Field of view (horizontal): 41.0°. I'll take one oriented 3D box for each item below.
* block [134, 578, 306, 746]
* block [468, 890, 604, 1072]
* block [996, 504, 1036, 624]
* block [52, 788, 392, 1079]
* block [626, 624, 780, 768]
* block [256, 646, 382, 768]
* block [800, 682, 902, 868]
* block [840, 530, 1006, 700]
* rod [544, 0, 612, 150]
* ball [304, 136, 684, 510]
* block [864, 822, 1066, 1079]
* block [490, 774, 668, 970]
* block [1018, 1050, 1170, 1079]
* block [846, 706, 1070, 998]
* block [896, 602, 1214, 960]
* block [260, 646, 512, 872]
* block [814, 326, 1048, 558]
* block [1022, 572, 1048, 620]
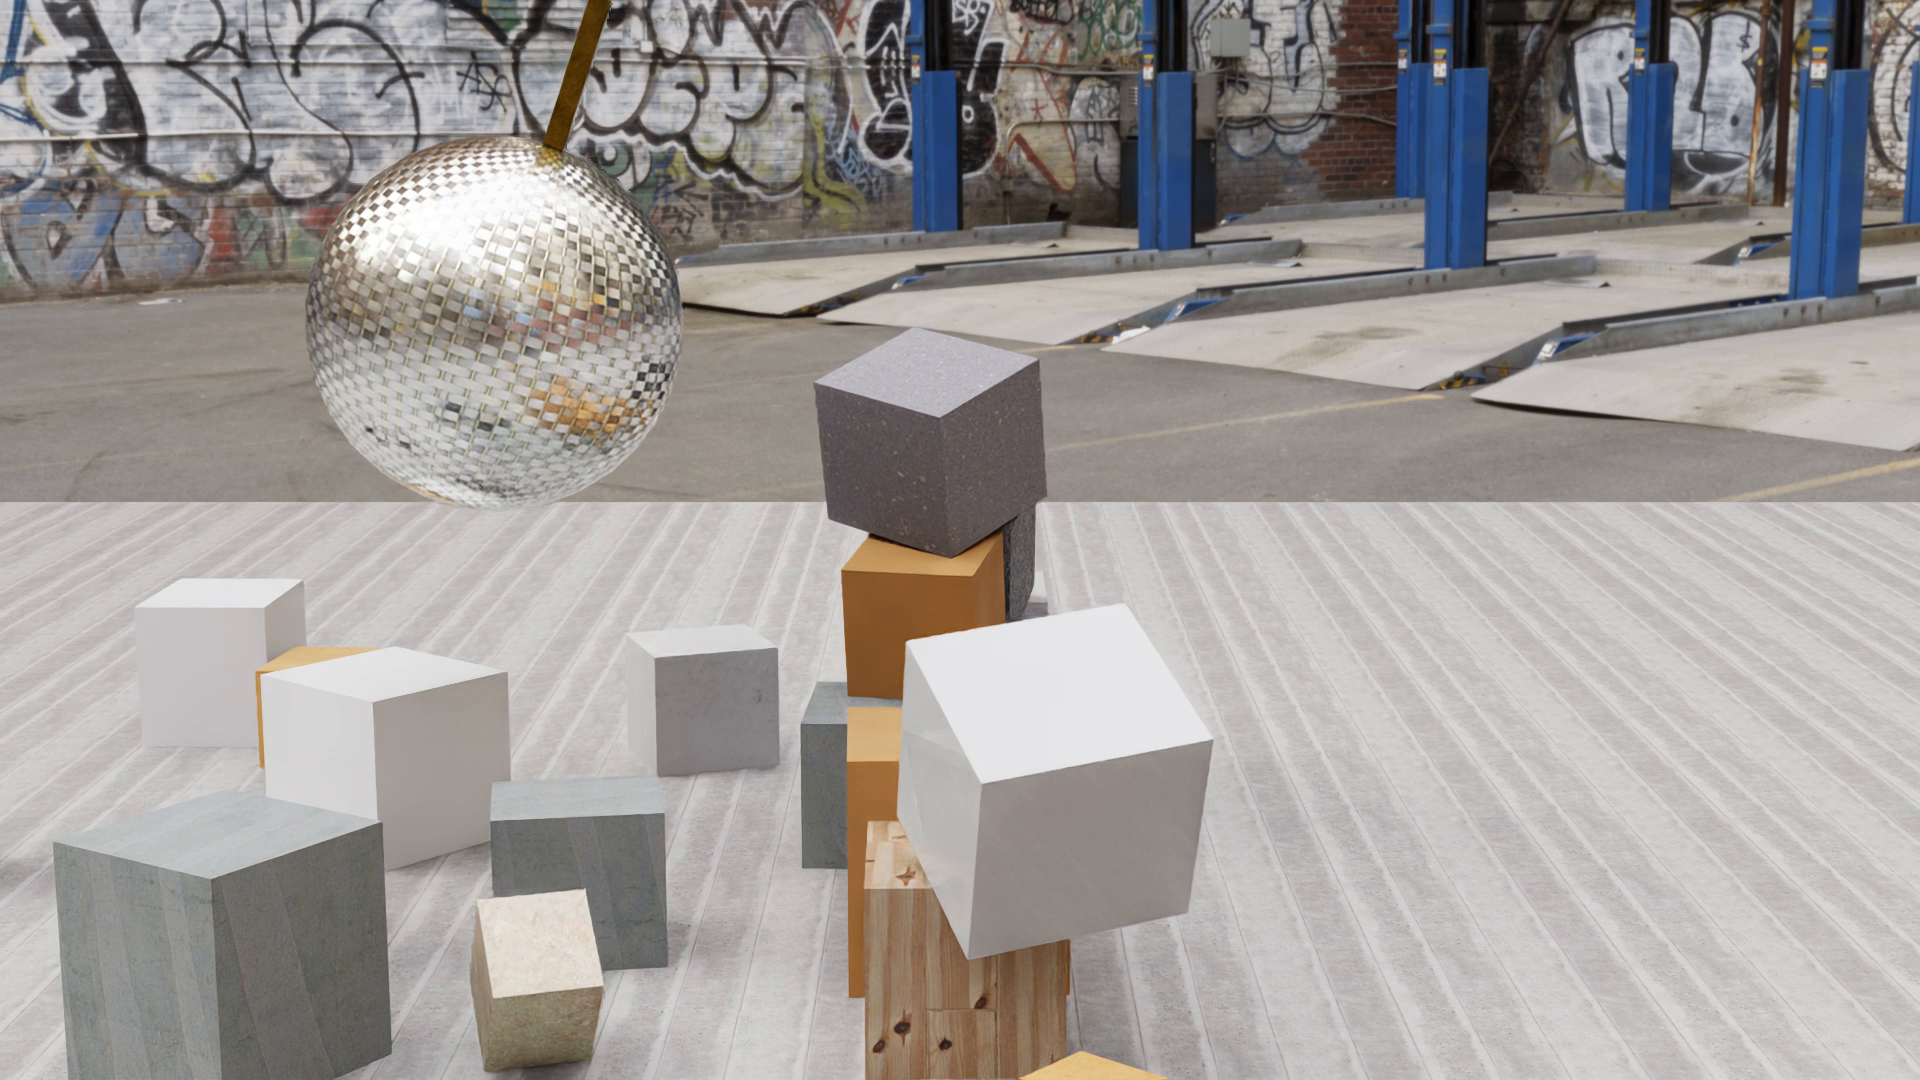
[{"bbox_3d":[-3.974,0.653,13.872,0.682,0.751,0.769,0,10,1],"label":"block"},{"bbox_3d":[-1.518,1.572,9.158,0.383,0.480,0.409,-3,49,-19],"label":"block"},{"bbox_3d":[-0.021,0.056,12.605,0.676,0.690,0.638,7,33,11],"label":"block"},{"bbox_3d":[-2.607,1.456,9.114,0.795,0.875,0.788,6,12,32],"label":"block"},{"bbox_3d":[-1.337,0.824,13.292,0.647,0.624,0.607,-4,11,-21],"label":"block"},{"bbox_3d":[-3.269,0.872,13.336,0.567,0.513,0.577,1,10,6],"label":"block"},{"bbox_3d":[-0.294,1.073,11.800,0.796,0.667,0.801,0,10,2],"label":"block"},{"bbox_3d":[-0.159,0.339,11.983,0.616,0.620,0.631,2,20,13],"label":"block"},{"bbox_3d":[-0.862,-4.082,10.438,0.080,5.200,0.080,19,10,-3],"label":"rod"},{"bbox_3d":[-1.989,-0.926,11.012,1.600,1.600,1.600,0,10,0],"label":"ball"},{"bbox_3d":[0.013,1.488,9.415,0.710,0.704,0.818,0,10,-1],"label":"block"},{"bbox_3d":[-1.542,1.347,10.377,0.677,0.636,0.569,-2,10,-9],"label":"block"},{"bbox_3d":[0.419,1.917,7.377,0.673,0.589,0.608,9,14,40],"label":"block"},{"bbox_3d":[-0.018,1.222,10.219,0.853,0.940,0.845,0,10,-2],"label":"block"},{"bbox_3d":[0.303,0.818,8.823,0.812,0.788,0.764,-9,38,-17],"label":"block"},{"bbox_3d":[-2.652,0.997,11.892,0.821,0.783,0.771,8,13,39],"label":"block"},{"bbox_3d":[-0.130,-0.470,12.046,0.753,0.717,0.732,17,35,35],"label":"block"},{"bbox_3d":[0.009,0.679,13.329,0.860,0.895,0.816,0,10,0],"label":"block"}]
